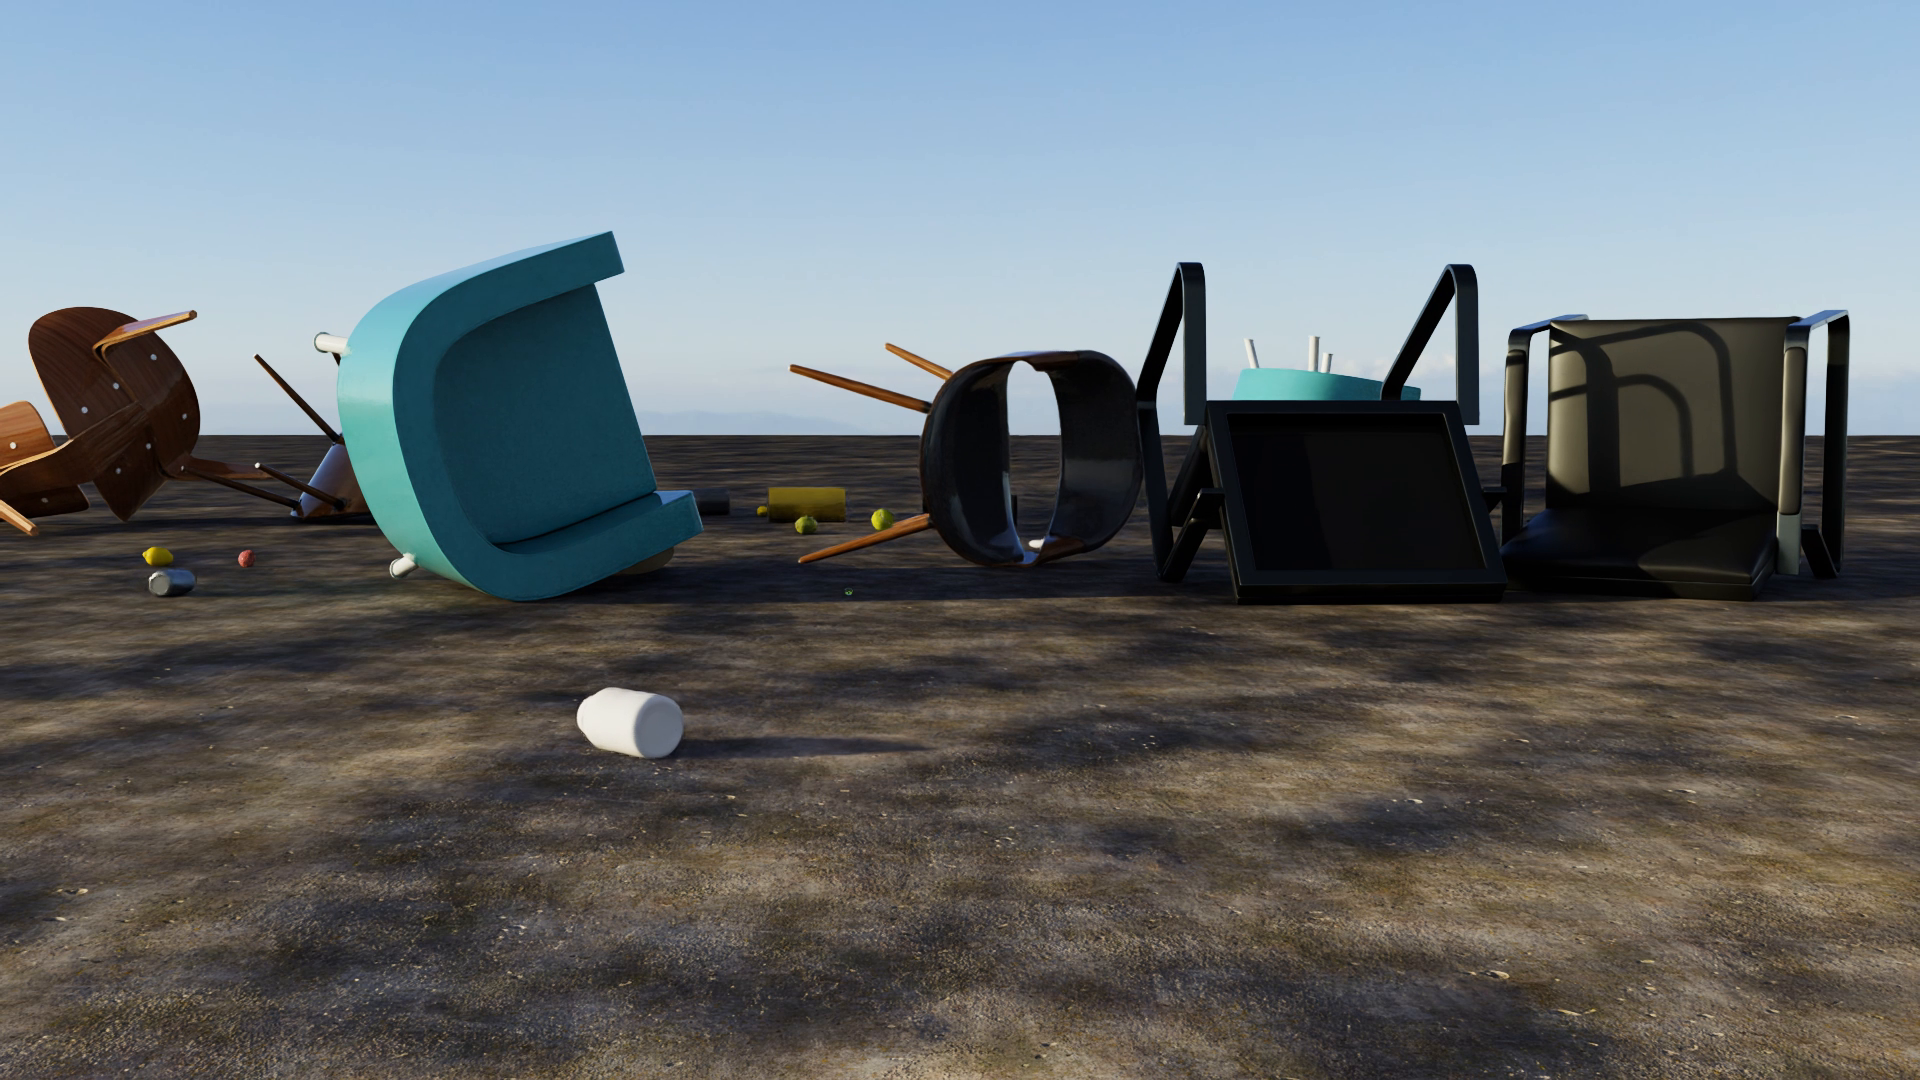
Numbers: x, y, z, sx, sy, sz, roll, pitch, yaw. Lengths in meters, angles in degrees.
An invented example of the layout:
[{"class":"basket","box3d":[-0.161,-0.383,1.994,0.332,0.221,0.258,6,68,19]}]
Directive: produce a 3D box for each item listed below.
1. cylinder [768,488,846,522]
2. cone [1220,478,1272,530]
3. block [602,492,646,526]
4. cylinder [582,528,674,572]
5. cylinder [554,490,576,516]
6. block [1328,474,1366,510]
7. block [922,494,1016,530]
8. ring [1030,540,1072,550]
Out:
[{"class":"cylinder","box3d":[-0.518,-0.118,7.443,0.256,0.113,0.116,0,-7,-5]},{"class":"cone","box3d":[0.926,-0.121,7.106,0.186,0.165,0.143,3,5,40]},{"class":"block","box3d":[-1.110,-0.105,7.278,0.129,0.109,0.071,1,4,15]},{"class":"cylinder","box3d":[-0.821,0.023,5.426,0.194,0.107,0.193,-4,3,-19]},{"class":"cylinder","box3d":[-1.391,-0.130,7.745,0.081,0.095,0.044,-1,4,-18]},{"class":"block","box3d":[1.450,-0.180,8.243,0.099,0.127,0.209,0,4,-1]},{"class":"block","box3d":[0.033,-0.092,7.120,0.224,0.105,0.236,2,4,27]},{"class":"ring","box3d":[0.254,0.013,6.196,0.127,0.023,0.062,3,6,27]}]
